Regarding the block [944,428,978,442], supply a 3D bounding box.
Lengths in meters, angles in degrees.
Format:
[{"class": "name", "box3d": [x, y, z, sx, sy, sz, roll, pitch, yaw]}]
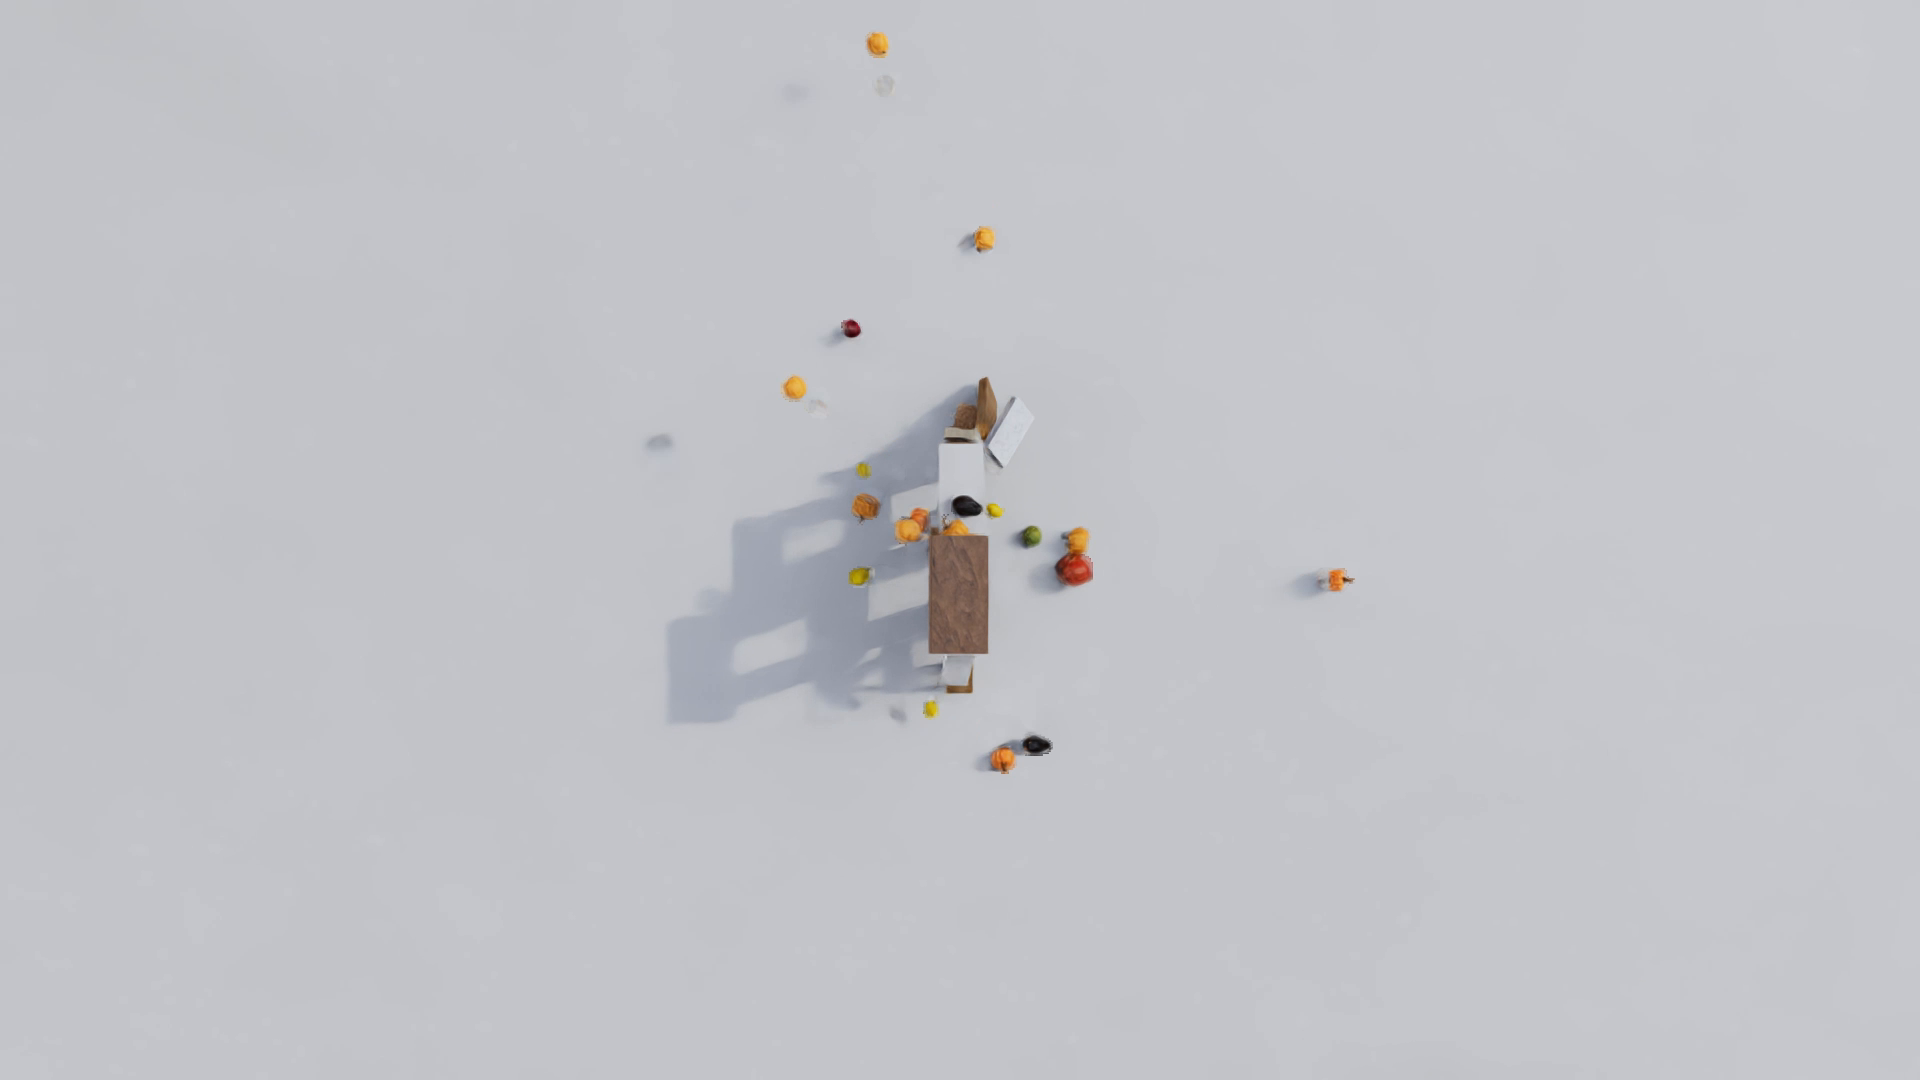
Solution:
[{"class": "block", "box3d": [0.003, -0.333, 5.237, 0.103, 0.206, 0.029, 5, 90, 0]}]

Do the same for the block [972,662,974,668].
[{"class": "block", "box3d": [0.001, 0.331, 5.321, 0.083, 0.023, 0.166, -1, 90, 0]}]

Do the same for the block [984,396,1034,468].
[{"class": "block", "box3d": [0.151, -0.339, 5.182, 0.103, 0.029, 0.206, 49, 61, -37]}]

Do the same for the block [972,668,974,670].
[{"class": "block", "box3d": [0.002, 0.403, 5.416, 0.083, 0.166, 0.023, 0, 79, 0]}]

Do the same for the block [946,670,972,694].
[{"class": "block", "box3d": [-0.002, 0.434, 5.327, 0.086, 0.361, 0.024, -1, 69, 0]}]

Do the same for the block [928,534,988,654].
[{"class": "block", "box3d": [-0.004, 0.157, 4.768, 0.171, 0.049, 0.343, 0, 90, 0]}]

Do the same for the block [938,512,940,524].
[{"class": "block", "box3d": [0.003, -0.069, 5.077, 0.132, 0.265, 0.037, 0, 91, 0]}]

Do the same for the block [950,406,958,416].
[{"class": "block", "box3d": [0.004, -0.423, 5.430, 0.070, 0.140, 0.020, -1, 90, 0]}]

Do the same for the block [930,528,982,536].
[{"class": "block", "box3d": [-0.013, 0.120, 5.159, 0.159, 0.045, 0.319, 0, 90, 0]}]

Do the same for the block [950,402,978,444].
[{"class": "block", "box3d": [0.015, -0.369, 5.349, 0.070, 0.020, 0.140, 13, 90, 0]}]

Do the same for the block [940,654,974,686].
[{"class": "block", "box3d": [-0.007, 0.386, 5.144, 0.086, 0.024, 0.172, 7, 132, -7]}]

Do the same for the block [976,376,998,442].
[{"class": "block", "box3d": [0.088, -0.407, 5.314, 0.029, 0.366, 0.103, -17, 116, 11]}]

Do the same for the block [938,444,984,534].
[{"class": "block", "box3d": [0.004, -0.153, 4.925, 0.132, 0.037, 0.265, 0, 90, 0]}]
